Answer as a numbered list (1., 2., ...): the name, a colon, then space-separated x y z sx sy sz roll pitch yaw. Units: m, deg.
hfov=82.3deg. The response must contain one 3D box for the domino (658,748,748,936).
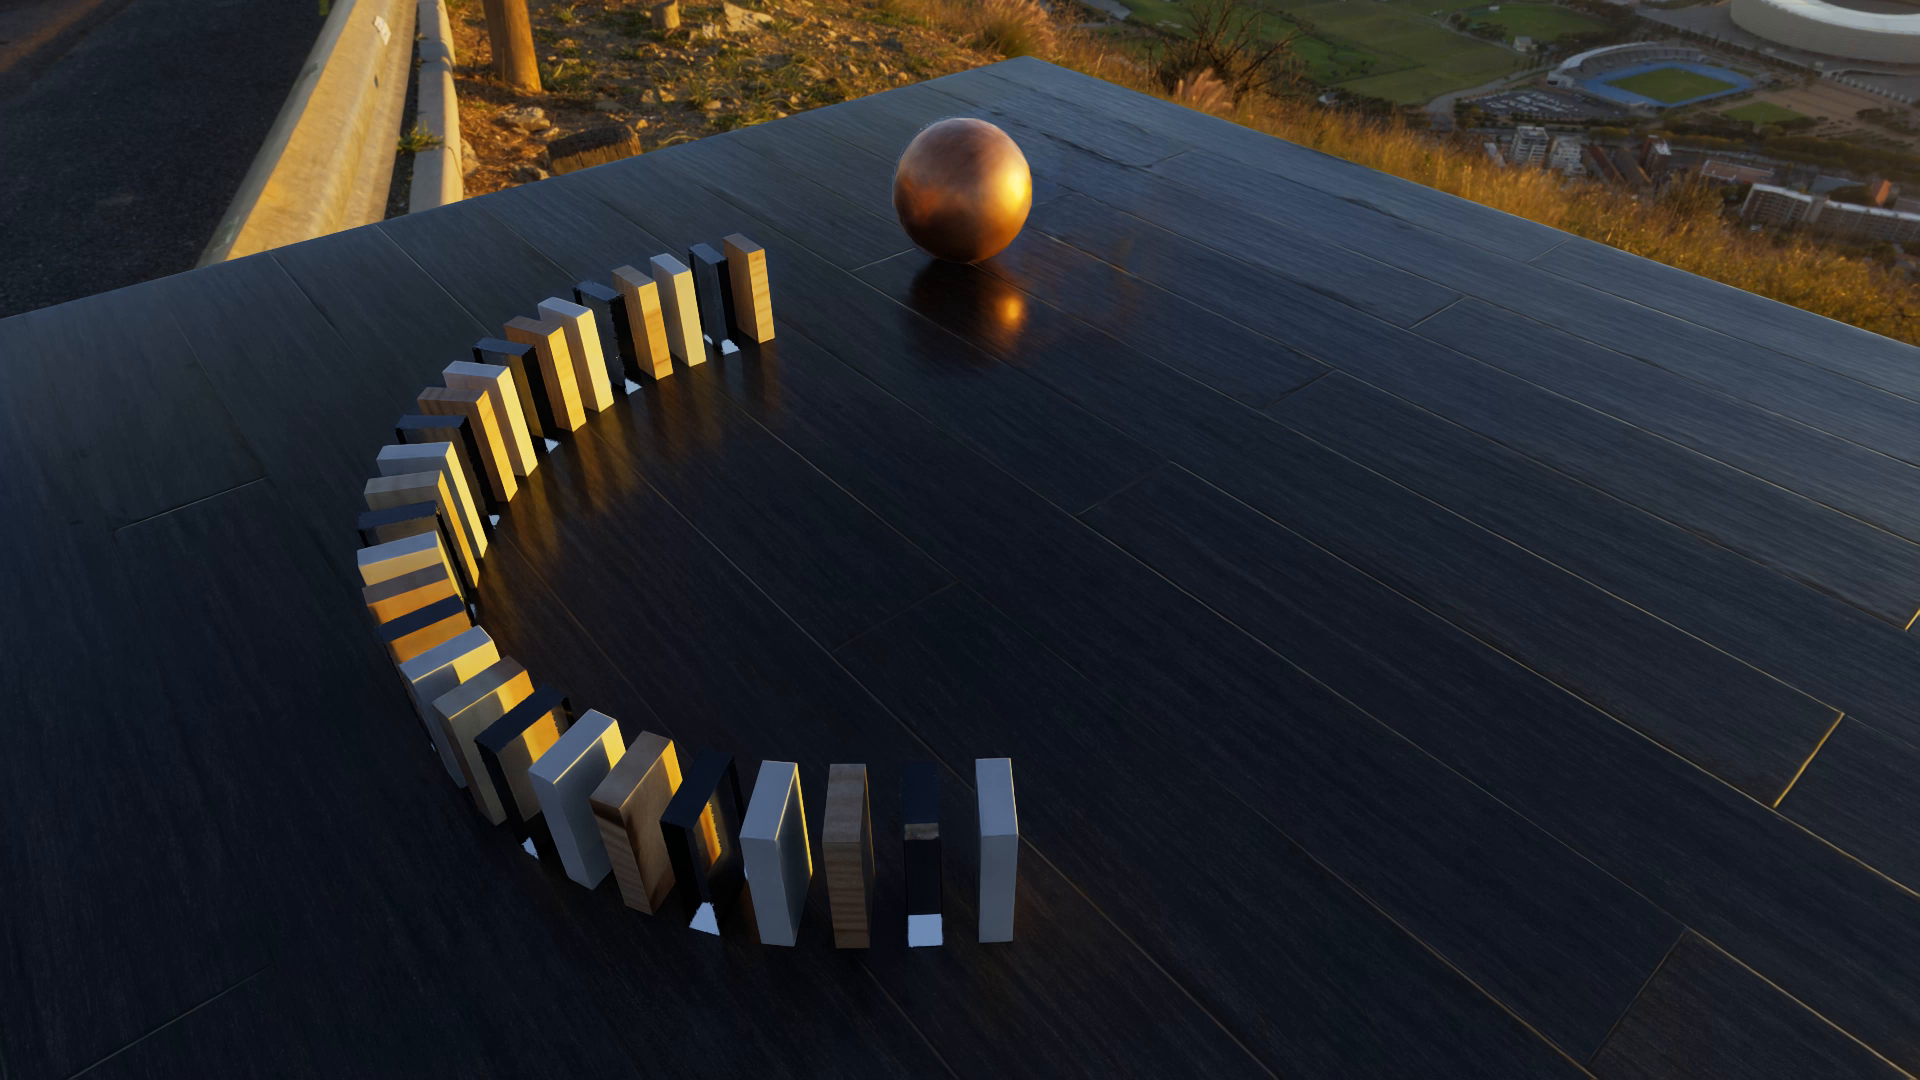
1. domino: -0.070 0.085 0.308 0.010 0.050 0.025 10 40 12

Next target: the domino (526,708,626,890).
1. domino: -0.107 0.076 0.319 0.009 0.050 0.025 18 43 21

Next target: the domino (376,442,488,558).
1. domino: -0.205 -0.014 0.429 0.025 0.050 0.010 -4 40 -5

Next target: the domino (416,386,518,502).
1. domino: -0.205 -0.039 0.460 0.025 0.050 0.009 4 39 4

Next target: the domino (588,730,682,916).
1. domino: -0.089 0.081 0.313 0.009 0.050 0.025 14 41 16

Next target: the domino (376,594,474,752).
1. domino: -0.168 0.044 0.358 0.025 0.050 0.010 -26 46 -28

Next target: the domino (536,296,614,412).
1. domino: -0.181 -0.087 0.518 0.025 0.050 0.009 20 43 23

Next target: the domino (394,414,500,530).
1. domino: -0.206 -0.027 0.444 0.025 0.050 0.009 0 39 0

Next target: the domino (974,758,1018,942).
1. domino: 0.010 0.087 0.306 0.010 0.050 0.025 -2 39 -2

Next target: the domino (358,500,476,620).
1. domino: -0.196 0.010 0.399 0.025 0.050 0.009 -12 41 -15

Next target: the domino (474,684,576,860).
1. domino: -0.124 0.069 0.327 0.010 0.050 0.025 23 44 25

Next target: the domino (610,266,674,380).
1. domino: -0.156 -0.107 0.542 0.009 0.050 0.025 -31 49 -32

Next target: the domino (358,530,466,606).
1. domino: -0.188 0.022 0.384 0.025 0.050 0.010 -17 42 -19

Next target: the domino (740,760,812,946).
1. domino: -0.050 0.087 0.305 0.009 0.050 0.025 4 39 5

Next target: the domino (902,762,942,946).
1. domino: -0.010 0.087 0.305 0.010 0.050 0.025 -2 39 -2

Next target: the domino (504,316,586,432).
1. domino: -0.190 -0.076 0.504 0.025 0.050 0.009 16 42 19

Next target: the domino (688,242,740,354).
1. domino: -0.126 -0.123 0.562 0.009 0.050 0.025 -25 45 -27

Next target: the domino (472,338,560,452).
1. domino: -0.197 -0.064 0.490 0.025 0.050 0.009 12 41 14

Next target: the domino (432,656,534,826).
1. domino: -0.140 0.062 0.336 0.009 0.050 0.025 28 47 30

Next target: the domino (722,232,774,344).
1. domino: -0.110 -0.131 0.571 0.010 0.050 0.025 -28 47 -29

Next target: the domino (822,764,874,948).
1. domino: -0.030 0.088 0.304 0.009 0.050 0.025 0 39 0

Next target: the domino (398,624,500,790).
1. domino: -0.155 0.053 0.347 0.025 0.050 0.010 -31 49 -32

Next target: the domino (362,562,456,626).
1. domino: -0.179 0.033 0.371 0.025 0.050 0.009 -21 44 -24

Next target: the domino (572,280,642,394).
1. domino: -0.170 -0.098 0.531 0.025 0.050 0.009 25 46 27

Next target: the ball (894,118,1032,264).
1. ball: 0.002 -0.200 0.632 0.080 0.080 0.080 0 39 0

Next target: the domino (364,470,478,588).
1. domino: -0.201 -0.002 0.414 0.025 0.050 0.009 -8 40 -10

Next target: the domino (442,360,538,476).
1. domino: -0.202 -0.052 0.475 0.025 0.050 0.009 7 40 9

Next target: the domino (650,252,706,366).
1. domino: -0.141 -0.115 0.552 0.010 0.050 0.025 -27 46 -29
